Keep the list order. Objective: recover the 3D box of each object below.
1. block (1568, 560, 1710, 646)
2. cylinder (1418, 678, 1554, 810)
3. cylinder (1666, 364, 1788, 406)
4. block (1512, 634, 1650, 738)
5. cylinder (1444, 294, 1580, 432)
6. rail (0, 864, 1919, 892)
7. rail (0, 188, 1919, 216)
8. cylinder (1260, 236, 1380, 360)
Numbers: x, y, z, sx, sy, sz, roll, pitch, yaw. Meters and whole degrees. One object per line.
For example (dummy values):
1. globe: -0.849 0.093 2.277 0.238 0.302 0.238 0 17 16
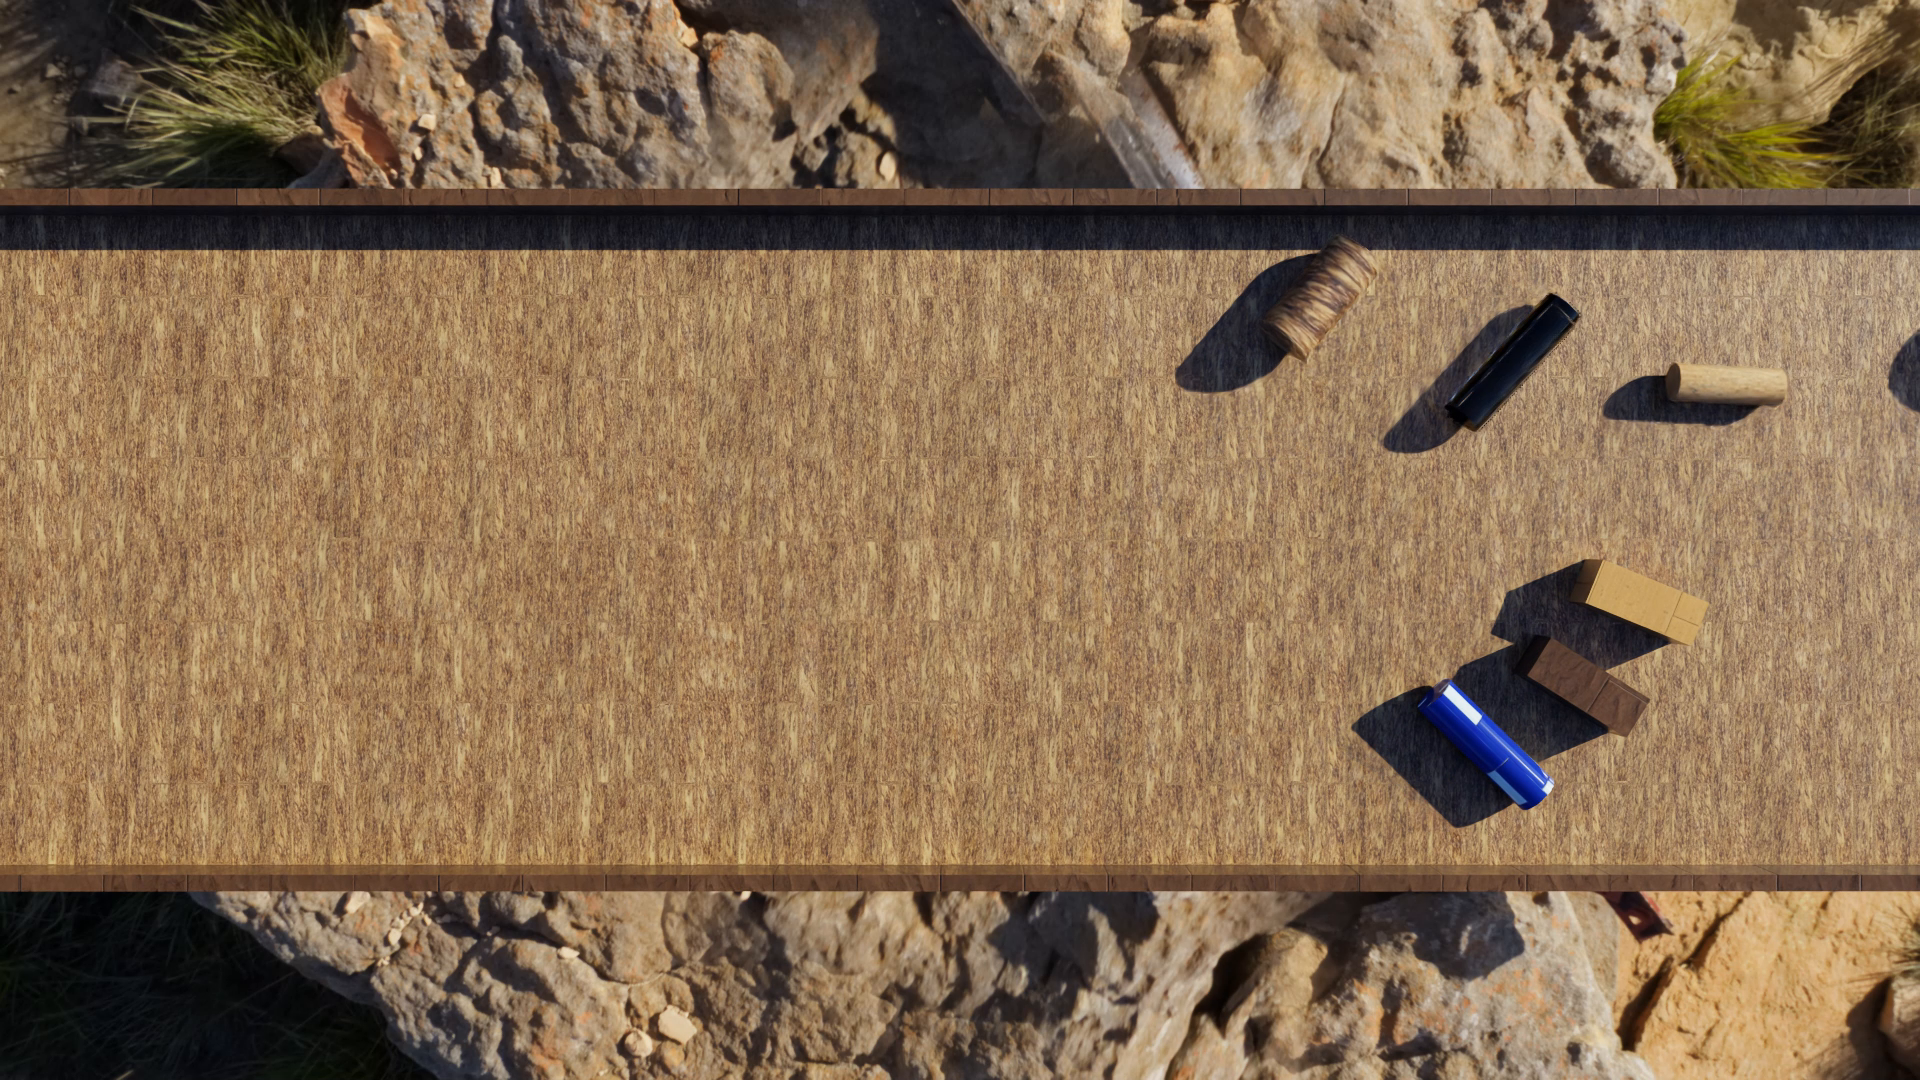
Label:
1. block: 2.058 0.188 5.006 0.343 0.140 0.140 22 90 0
2. cylinder: 1.597 0.620 5.011 0.438 0.132 0.132 44 90 0
3. cylinder: 2.330 -0.471 5.020 0.321 0.112 0.112 3 90 0
4. block: 1.884 0.442 5.009 0.351 0.136 0.136 32 90 0
5. cylinder: 1.677 -0.539 5.015 0.124 0.124 0.456 43 90 0
6. rail: -2.247 1.025 5.001 12.000 0.150 0.050 0 90 0
7. rail: -2.247 -1.025 5.002 12.000 0.150 0.050 0 90 0
8. cylinder: 1.088 -0.730 4.989 0.176 0.176 0.345 41 90 0
